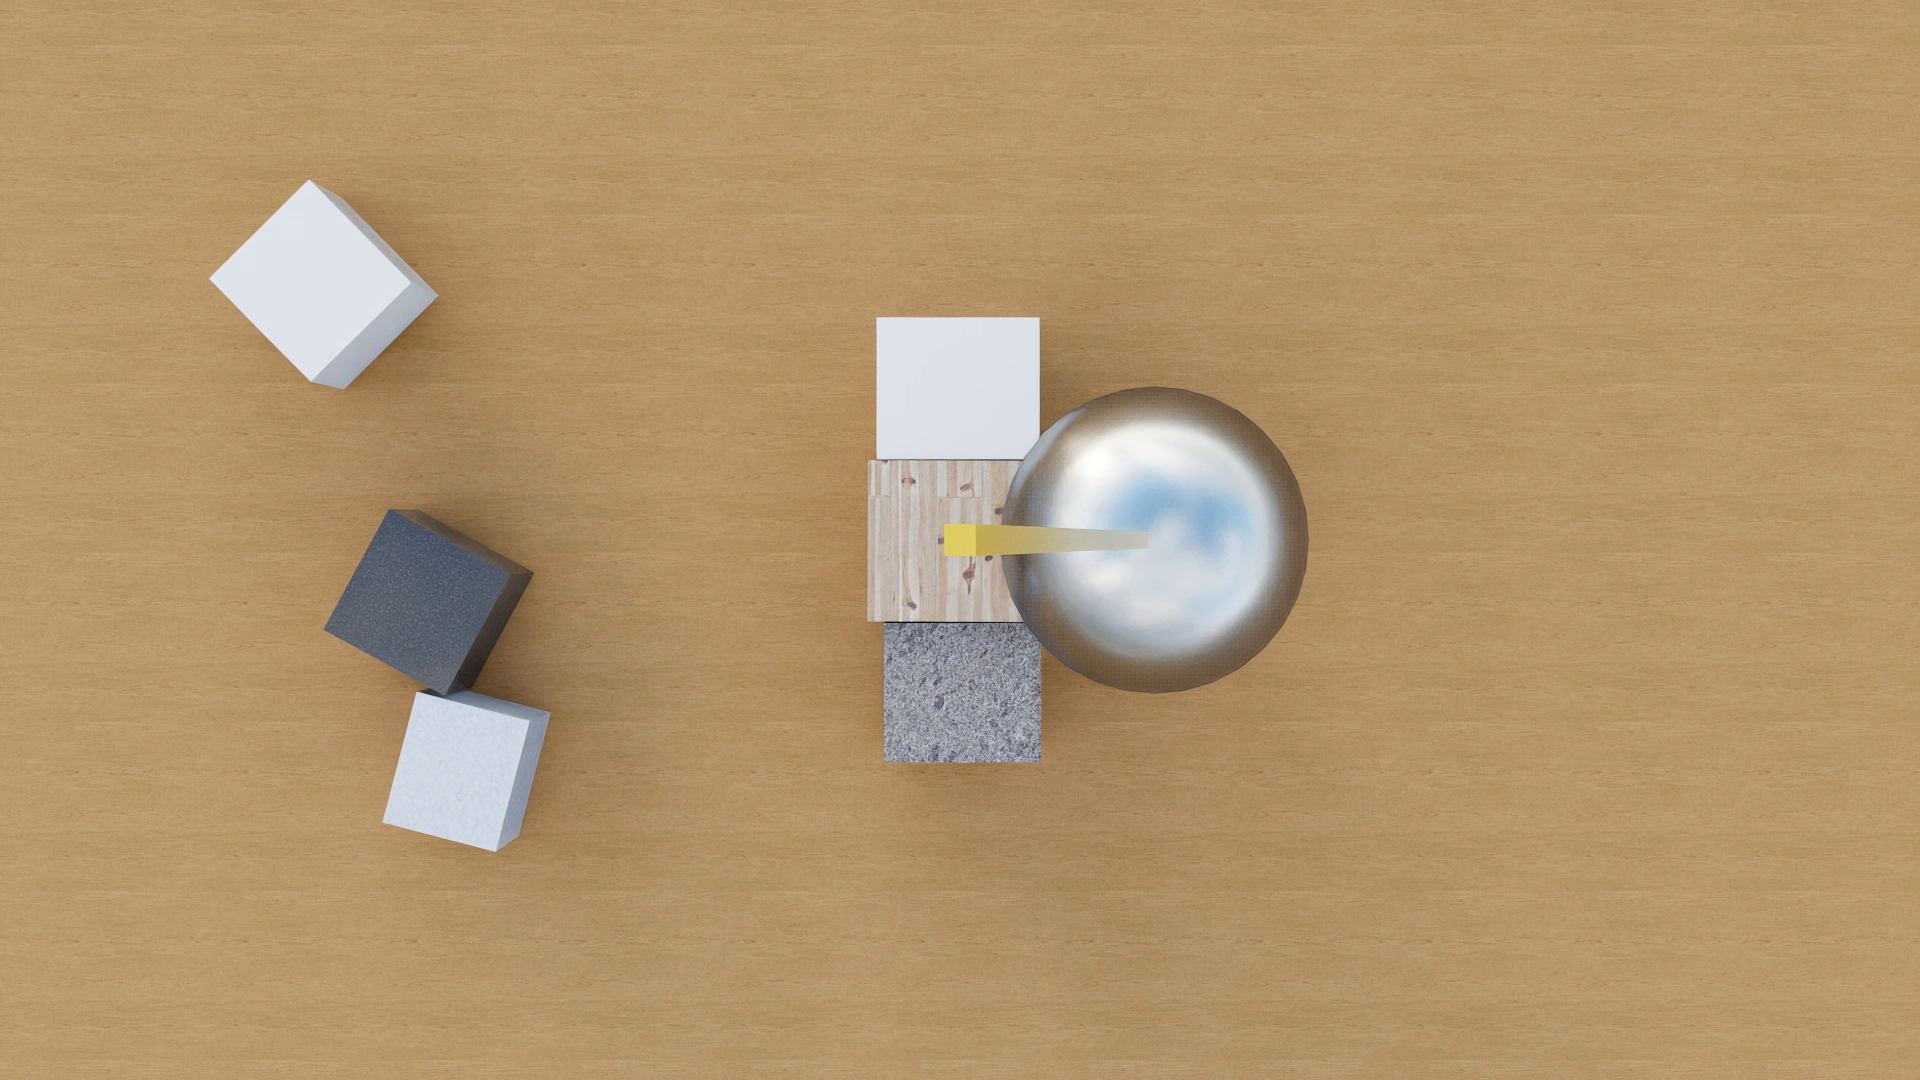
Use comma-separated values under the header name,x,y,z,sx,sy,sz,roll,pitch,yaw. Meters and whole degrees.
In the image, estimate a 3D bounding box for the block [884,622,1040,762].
name,x,y,z,sx,sy,sz,roll,pitch,yaw
block,0.014,0.840,12.548,0.862,0.904,0.766,0,90,0

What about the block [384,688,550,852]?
name,x,y,z,sx,sy,sz,roll,pitch,yaw
block,-2.832,1.303,12.679,0.656,0.641,0.758,15,90,0

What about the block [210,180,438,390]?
name,x,y,z,sx,sy,sz,roll,pitch,yaw
block,-3.648,-1.456,12.671,0.790,0.658,0.813,-45,90,0

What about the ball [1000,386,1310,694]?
name,x,y,z,sx,sy,sz,roll,pitch,yaw
ball,1.006,0.000,11.436,1.600,1.600,1.600,0,90,0

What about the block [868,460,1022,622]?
name,x,y,z,sx,sy,sz,roll,pitch,yaw
block,-0.018,0.006,12.514,0.973,0.972,0.881,0,90,0

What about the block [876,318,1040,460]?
name,x,y,z,sx,sy,sz,roll,pitch,yaw
block,-0.010,-0.834,12.549,0.894,0.902,0.778,0,90,0

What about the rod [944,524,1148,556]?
name,x,y,z,sx,sy,sz,roll,pitch,yaw
rod,0.436,0.000,8.084,0.080,5.200,0.080,0,90,10

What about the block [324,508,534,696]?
name,x,y,z,sx,sy,sz,roll,pitch,yaw
block,-3.042,0.348,12.660,0.775,0.681,0.773,29,90,0
